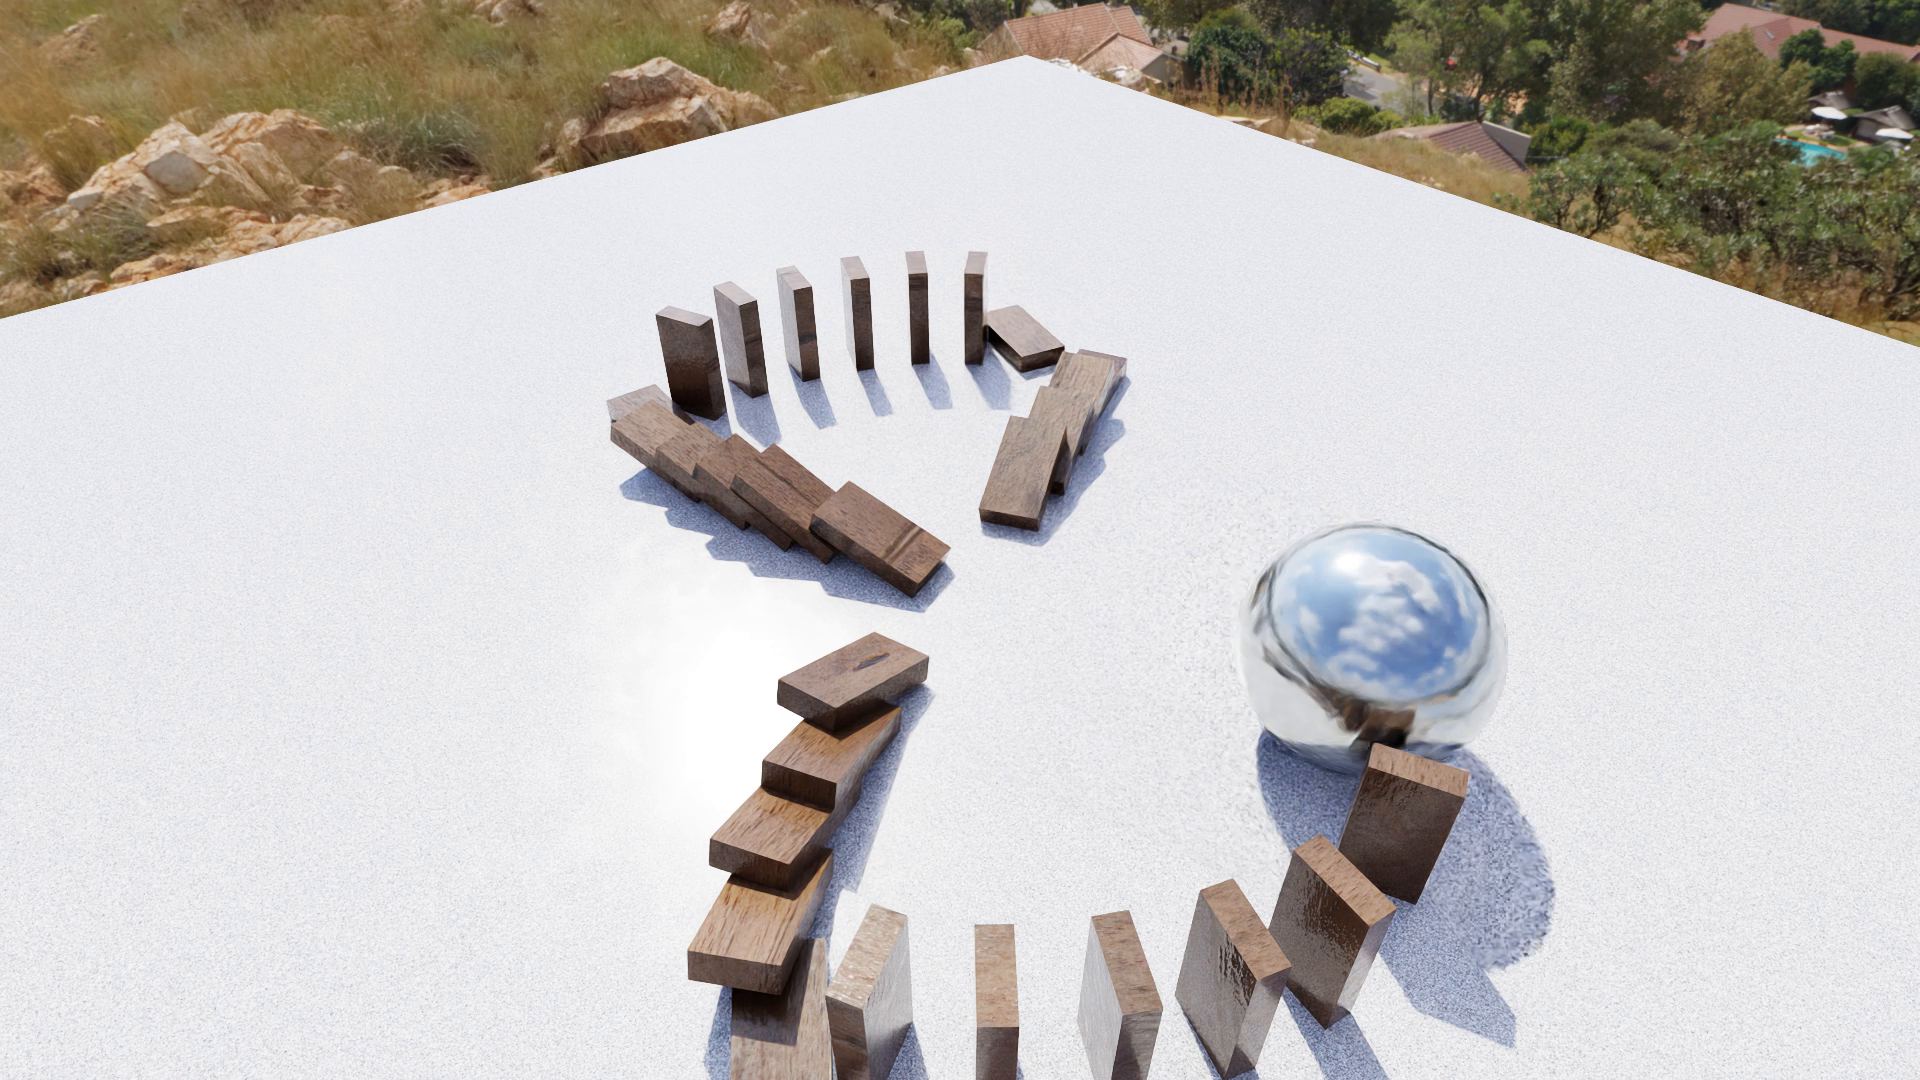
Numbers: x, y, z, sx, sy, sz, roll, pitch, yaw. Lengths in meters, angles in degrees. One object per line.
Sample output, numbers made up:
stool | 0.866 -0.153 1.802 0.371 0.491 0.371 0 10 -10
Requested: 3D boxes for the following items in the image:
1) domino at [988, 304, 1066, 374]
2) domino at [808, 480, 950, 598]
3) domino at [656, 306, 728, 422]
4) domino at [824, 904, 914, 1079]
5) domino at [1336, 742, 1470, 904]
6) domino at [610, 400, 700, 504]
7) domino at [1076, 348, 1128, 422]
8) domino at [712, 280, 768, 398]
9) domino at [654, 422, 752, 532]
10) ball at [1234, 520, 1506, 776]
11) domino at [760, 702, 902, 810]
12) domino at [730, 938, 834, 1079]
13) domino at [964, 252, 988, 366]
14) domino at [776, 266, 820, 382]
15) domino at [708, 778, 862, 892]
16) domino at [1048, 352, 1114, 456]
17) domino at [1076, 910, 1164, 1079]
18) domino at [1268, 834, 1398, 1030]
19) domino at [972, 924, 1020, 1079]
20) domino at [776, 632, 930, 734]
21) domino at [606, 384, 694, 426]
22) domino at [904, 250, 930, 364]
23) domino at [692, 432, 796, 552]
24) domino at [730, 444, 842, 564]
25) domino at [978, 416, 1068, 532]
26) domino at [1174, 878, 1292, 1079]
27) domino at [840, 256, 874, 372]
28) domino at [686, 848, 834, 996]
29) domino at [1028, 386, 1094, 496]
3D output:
domino | 0.031 -0.105 0.572 0.025 0.009 0.050 -17 42 -20
domino | -0.031 -0.001 0.432 0.050 0.009 0.025 33 47 10
domino | -0.125 -0.082 0.511 0.025 0.050 0.010 18 43 21
domino | -0.021 0.115 0.271 0.009 0.050 0.025 14 41 16
domino | 0.124 0.081 0.312 0.025 0.050 0.010 16 42 19
domino | -0.125 -0.039 0.479 0.050 0.010 0.025 35 48 11
domino | 0.062 -0.075 0.535 0.025 0.010 0.050 15 42 18
domino | -0.105 -0.096 0.529 0.009 0.050 0.025 -27 46 -29
domino | -0.101 -0.027 0.465 0.050 0.010 0.025 36 49 12
ball | 0.128 0.034 0.346 0.080 0.080 0.080 0 39 0
domino | -0.040 0.065 0.351 0.025 0.009 0.050 14 23 16
domino | -0.046 0.130 0.285 0.025 0.010 0.050 -5 40 -6
domino | 0.008 -0.116 0.554 0.009 0.050 0.025 4 39 5
domino | -0.079 -0.106 0.541 0.009 0.050 0.025 -17 42 -20
domino | -0.051 0.083 0.330 0.025 0.009 0.050 13 22 15
domino | 0.052 -0.064 0.508 0.025 0.010 0.050 14 61 17
domino | 0.038 0.116 0.269 0.009 0.050 0.025 -7 40 -9
domino | 0.095 0.103 0.286 0.009 0.050 0.025 -21 44 -24
domino | 0.008 0.118 0.267 0.010 0.050 0.025 0 39 0
domino | -0.035 0.047 0.372 0.025 0.010 0.050 20 25 30
domino | -0.141 -0.054 0.509 0.025 0.010 0.050 -26 46 -28
domino | -0.021 -0.117 0.554 0.010 0.050 0.025 -4 39 -5
domino | -0.082 -0.020 0.451 0.050 0.009 0.025 38 48 4
domino | -0.065 -0.015 0.444 0.050 0.010 0.025 38 48 4
domino | 0.027 -0.029 0.466 0.025 0.009 0.050 11 60 14
domino | 0.067 0.111 0.276 0.009 0.050 0.025 -14 41 -16
domino | -0.051 -0.113 0.549 0.009 0.050 0.025 -10 40 -12
domino | -0.054 0.103 0.305 0.025 0.009 0.050 6 20 8
domino | 0.041 -0.045 0.486 0.025 0.010 0.050 13 60 15
